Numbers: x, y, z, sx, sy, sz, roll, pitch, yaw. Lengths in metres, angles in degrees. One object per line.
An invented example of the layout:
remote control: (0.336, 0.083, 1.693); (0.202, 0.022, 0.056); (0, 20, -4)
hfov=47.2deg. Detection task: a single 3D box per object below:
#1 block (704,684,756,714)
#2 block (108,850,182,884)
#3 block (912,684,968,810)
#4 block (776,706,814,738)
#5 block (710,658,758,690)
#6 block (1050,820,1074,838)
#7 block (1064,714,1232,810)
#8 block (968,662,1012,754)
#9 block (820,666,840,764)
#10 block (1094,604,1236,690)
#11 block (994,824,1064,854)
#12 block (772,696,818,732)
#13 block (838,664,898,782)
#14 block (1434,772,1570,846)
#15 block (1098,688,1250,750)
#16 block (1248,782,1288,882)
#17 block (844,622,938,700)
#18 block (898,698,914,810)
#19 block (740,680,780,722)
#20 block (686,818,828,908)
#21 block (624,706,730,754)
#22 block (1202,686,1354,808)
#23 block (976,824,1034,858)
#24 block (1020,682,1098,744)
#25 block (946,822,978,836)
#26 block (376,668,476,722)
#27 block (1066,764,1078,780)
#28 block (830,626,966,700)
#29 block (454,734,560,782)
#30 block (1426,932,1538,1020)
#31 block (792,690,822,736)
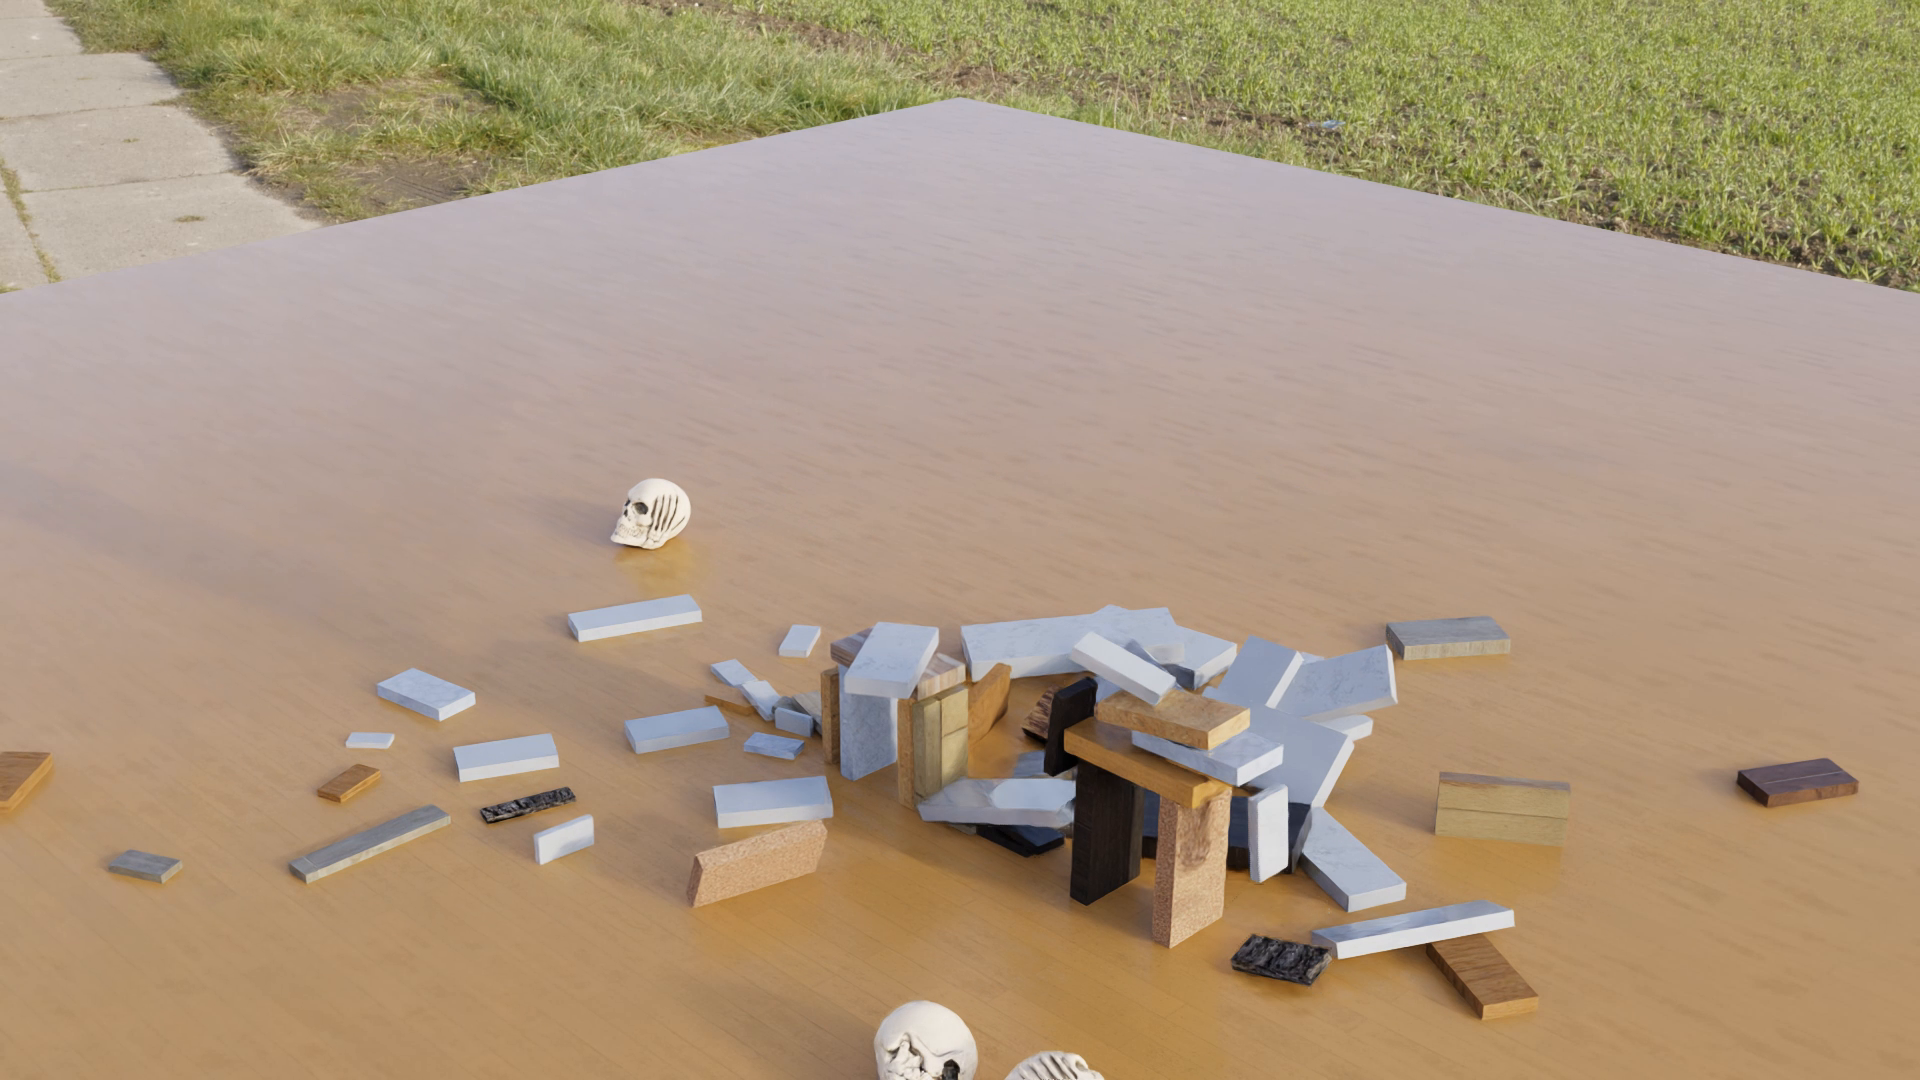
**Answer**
block: (-0.501, 0.355, 4.902); (0.122, 0.017, 0.061); (14, 27, 29)
block: (-1.575, 0.631, 4.252); (0.122, 0.017, 0.061); (8, 24, 18)
block: (-0.038, 0.422, 4.455); (0.121, 0.243, 0.034); (-21, 30, -40)
block: (-0.359, 0.395, 4.771); (0.091, 0.045, 0.013); (13, 26, 28)
block: (-0.514, 0.309, 5.011); (0.061, 0.017, 0.122); (-13, 26, -27)
block: (0.281, 0.535, 4.456); (0.122, 0.034, 0.243); (11, 25, 24)
block: (0.354, 0.390, 4.002); (0.305, 0.043, 0.153); (21, 31, 40)
block: (0.046, 0.366, 4.749); (0.033, 0.116, 0.231); (14, 26, 20)
block: (-0.244, 0.360, 4.649); (0.029, 0.205, 0.103); (21, 31, 41)
block: (0.444, 0.247, 5.115); (0.356, 0.050, 0.178); (17, 28, 35)
block: (0.137, 0.574, 4.334); (0.067, 0.019, 0.134); (-17, 28, -34)
block: (-0.348, 0.379, 4.816); (0.116, 0.016, 0.058); (20, 28, 15)
block: (-0.189, 0.359, 4.579); (0.131, 0.261, 0.037); (-21, 31, -40)
block: (1.071, 0.532, 4.347); (0.250, 0.125, 0.035); (4, 23, 10)
block: (0.381, 0.312, 3.934); (0.246, 0.035, 0.123); (12, 25, 41)
block: (0.541, 0.514, 3.859); (0.079, 0.158, 0.022); (-22, 27, -38)
block: (-0.134, 0.238, 4.389); (0.128, 0.036, 0.256); (5, 23, 12)
block: (-0.065, 0.404, 4.474); (0.130, 0.261, 0.037); (-20, 30, -39)
block: (-0.430, 0.355, 4.866); (0.061, 0.017, 0.122); (-9, 35, -32)
block: (-0.384, 0.610, 4.154); (0.257, 0.129, 0.036); (-13, 53, -28)
block: (-0.613, 0.410, 4.758); (0.205, 0.029, 0.103); (-9, 24, -20)
block: (0.622, 0.434, 4.549); (0.345, 0.049, 0.172); (18, 68, 37)
block: (0.105, 0.585, 4.357); (0.134, 0.019, 0.067); (20, 30, 39)
block: (0.256, 0.400, 4.691); (0.243, 0.034, 0.121); (22, 67, 42)
block: (0.045, 0.552, 4.434); (0.134, 0.019, 0.067); (-21, 31, -41)
block: (-1.193, 0.344, 4.912); (0.206, 0.029, 0.103); (16, 28, 33)
block: (0.236, 0.445, 4.330); (0.025, 0.090, 0.180); (-22, 52, -16)
block: (-0.127, 0.247, 4.463); (0.130, 0.037, 0.261); (-21, 30, -40)
block: (-0.958, 0.458, 4.643); (0.205, 0.029, 0.103); (-8, 24, -17)
block: (0.925, 0.771, 3.904); (0.106, 0.030, 0.212); (-6, 24, -14)
block: (-0.306, 0.377, 4.799); (0.067, 0.019, 0.133); (-8, 33, -35)
